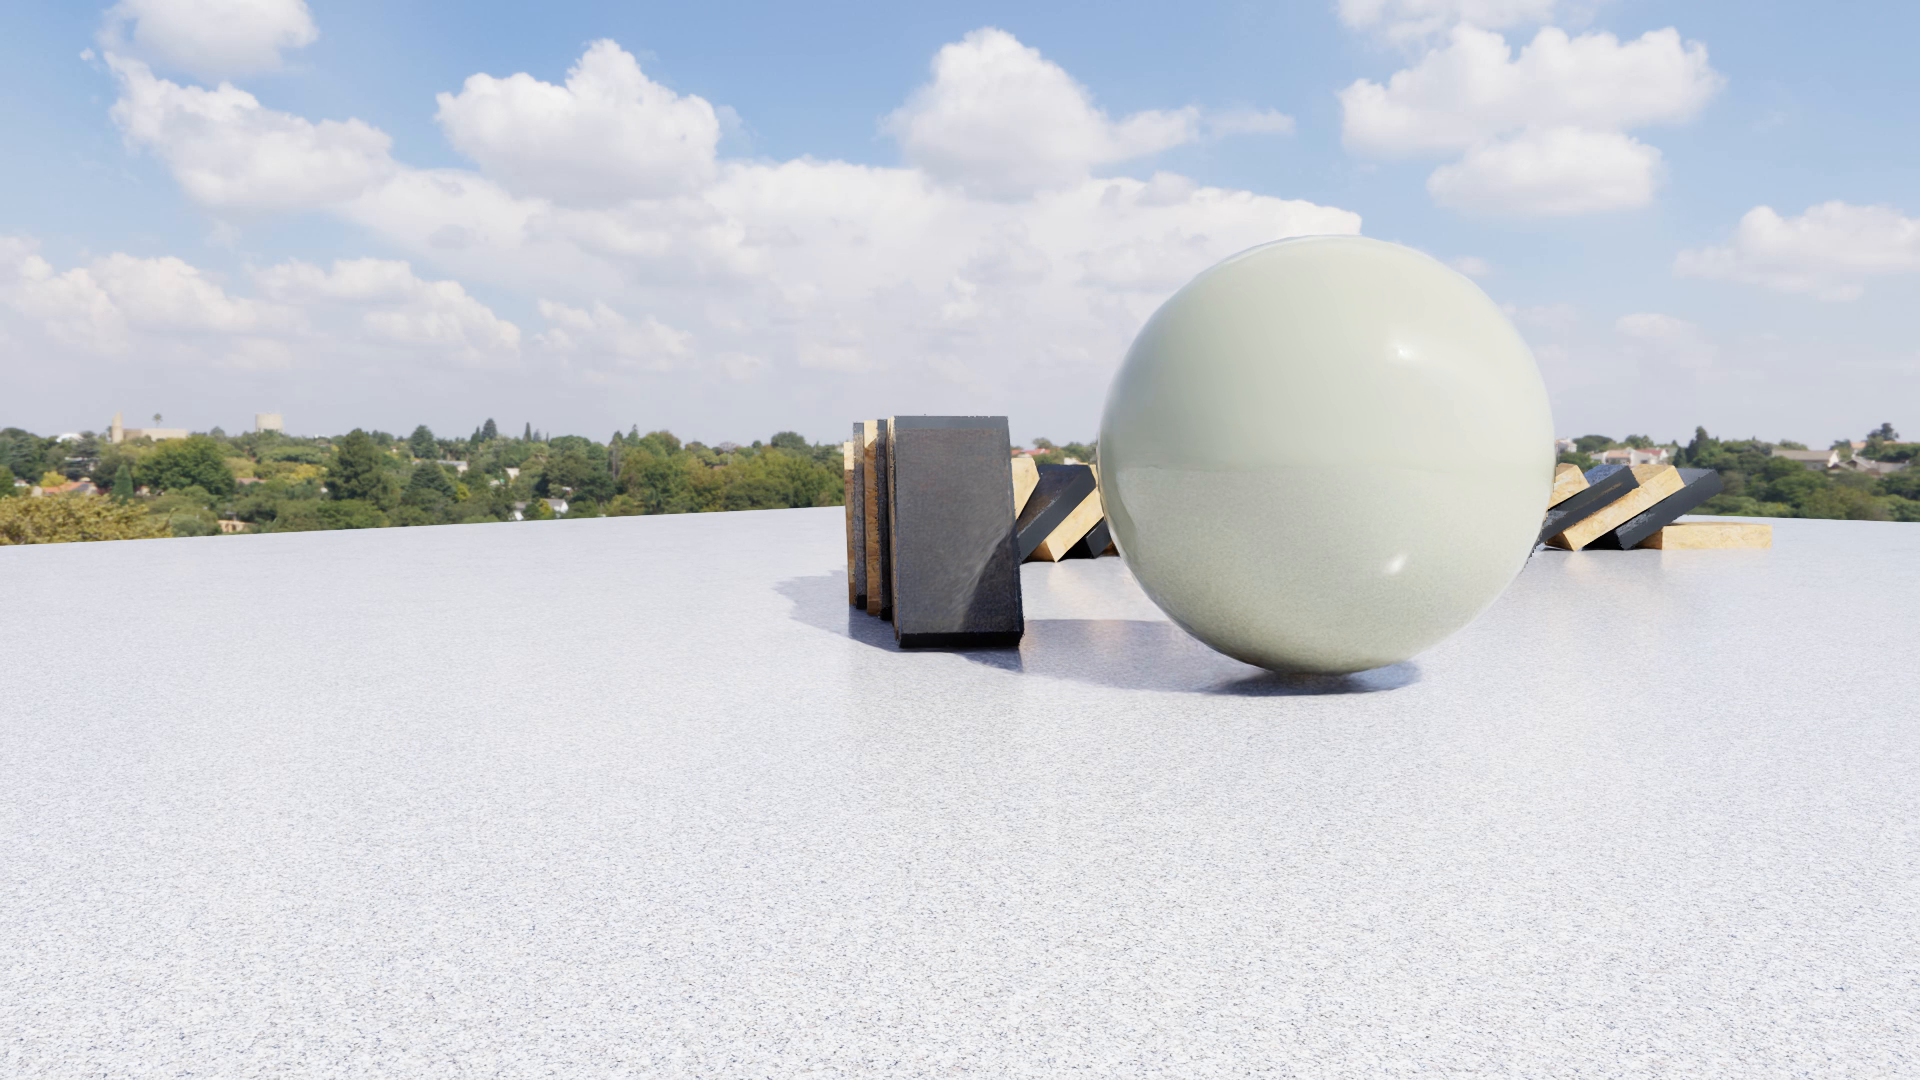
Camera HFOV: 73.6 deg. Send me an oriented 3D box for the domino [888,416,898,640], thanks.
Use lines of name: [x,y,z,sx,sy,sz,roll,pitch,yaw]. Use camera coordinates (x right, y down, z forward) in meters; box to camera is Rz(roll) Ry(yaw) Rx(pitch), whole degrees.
domino: [-0.002,-0.003,0.285,0.025,0.050,0.010,0,-24,-6]

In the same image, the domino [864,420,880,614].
domino: [-0.011,-0.006,0.327,0.025,0.050,0.010,0,-24,-6]

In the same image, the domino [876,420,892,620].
domino: [-0.007,-0.005,0.317,0.025,0.050,0.009,0,-24,-6]

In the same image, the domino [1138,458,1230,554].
domino: [0.084,-0.014,0.514,0.025,0.009,0.050,7,42,46]

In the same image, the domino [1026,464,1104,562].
domino: [0.040,-0.011,0.481,0.025,0.010,0.050,5,39,49]

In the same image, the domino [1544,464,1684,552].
domino: [0.262,-0.014,0.519,0.050,0.010,0.025,-31,4,2]

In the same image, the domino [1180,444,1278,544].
domino: [0.112,-0.020,0.552,0.050,0.010,0.025,-47,17,-11]

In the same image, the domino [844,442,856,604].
domino: [-0.019,-0.006,0.354,0.025,0.050,0.010,-1,-39,-7]

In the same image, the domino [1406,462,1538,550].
domino: [0.205,-0.014,0.518,0.050,0.010,0.025,-32,-3,16]

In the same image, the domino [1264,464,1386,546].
domino: [0.151,-0.014,0.534,0.050,0.009,0.025,-31,-4,15]

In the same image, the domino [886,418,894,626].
domino: [-0.004,-0.005,0.306,0.025,0.050,0.009,0,-24,-6]

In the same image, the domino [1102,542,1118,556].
domino: [0.070,-0.013,0.503,0.025,0.010,0.050,6,42,48]

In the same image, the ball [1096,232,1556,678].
ball: [0.065,-0.015,0.235,0.080,0.080,0.080,0,4,0]

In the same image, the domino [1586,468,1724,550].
domino: [0.282,-0.013,0.526,0.050,0.010,0.025,-30,8,-6]

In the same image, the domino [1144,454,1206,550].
domino: [0.084,-0.017,0.537,0.025,0.010,0.050,4,42,26]

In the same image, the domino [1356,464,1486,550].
domino: [0.187,-0.014,0.523,0.050,0.010,0.025,-32,-4,15]

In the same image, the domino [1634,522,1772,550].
domino: [0.304,-0.002,0.531,0.050,0.009,0.025,-1,4,-10]

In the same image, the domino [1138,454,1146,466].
domino: [0.086,-0.018,0.553,0.025,0.010,0.050,2,42,24]

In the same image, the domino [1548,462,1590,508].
domino: [0.223,-0.013,0.514,0.050,0.010,0.025,-32,-2,14]

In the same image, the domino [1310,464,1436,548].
domino: [0.169,-0.014,0.529,0.050,0.010,0.025,-31,-4,15]

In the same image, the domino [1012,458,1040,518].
domino: [0.007,-0.011,0.459,0.025,0.009,0.050,1,40,29]

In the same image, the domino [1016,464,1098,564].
domino: [0.025,-0.010,0.470,0.025,0.009,0.050,5,39,46]

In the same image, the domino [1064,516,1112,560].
domino: [0.055,-0.012,0.493,0.025,0.010,0.050,5,41,49]

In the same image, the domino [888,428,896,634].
domino: [-0.003,-0.004,0.295,0.025,0.050,0.009,0,-24,-6]

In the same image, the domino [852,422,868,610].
domino: [-0.015,-0.007,0.338,0.025,0.050,0.009,0,-25,-6]

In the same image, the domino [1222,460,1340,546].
domino: [0.134,-0.016,0.539,0.050,0.010,0.025,-34,-4,12]

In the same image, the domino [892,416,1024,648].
domino: [-0.001,-0.002,0.274,0.025,0.050,0.009,0,-24,-6]

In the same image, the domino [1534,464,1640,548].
domino: [0.243,-0.013,0.516,0.050,0.010,0.025,-31,2,5]
